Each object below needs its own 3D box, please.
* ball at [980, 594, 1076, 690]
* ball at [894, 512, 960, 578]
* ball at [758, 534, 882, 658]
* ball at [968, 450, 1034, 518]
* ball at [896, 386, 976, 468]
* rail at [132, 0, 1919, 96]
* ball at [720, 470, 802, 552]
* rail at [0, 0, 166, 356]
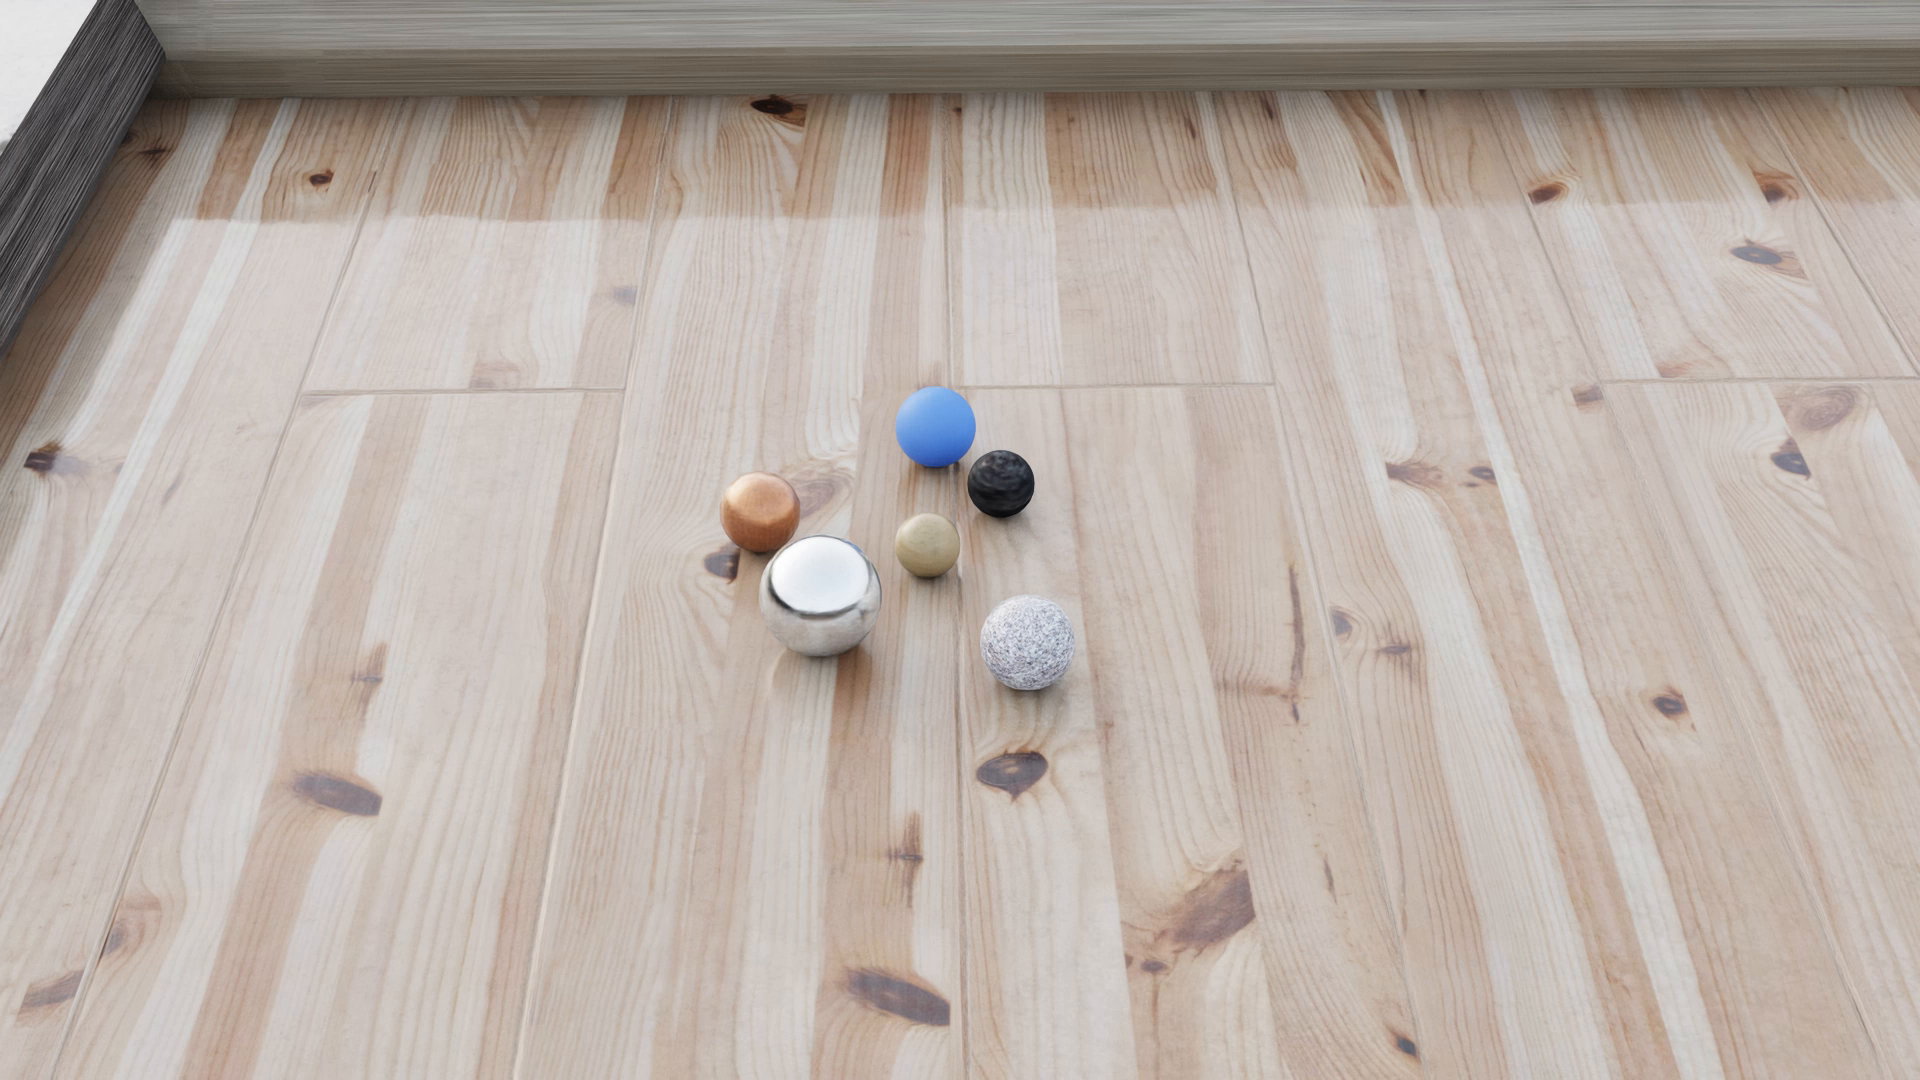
[{"bbox_3d":[0.044,0.066,1.663,0.062,0.062,0.062,0,36,0],"label":"ball"},{"bbox_3d":[-0.022,0.003,1.765,0.046,0.046,0.046,0,36,0],"label":"ball"},{"bbox_3d":[-0.092,0.036,1.689,0.081,0.081,0.081,0,36,0],"label":"ball"},{"bbox_3d":[0.029,-0.040,1.823,0.048,0.048,0.048,0,36,0],"label":"ball"},{"bbox_3d":[-0.018,-0.083,1.873,0.059,0.059,0.059,0,36,0],"label":"ball"},{"bbox_3d":[0.737,-0.462,2.345,2.997,0.124,0.045,-1,36,-1],"label":"rail"},{"bbox_3d":[-0.139,-0.020,1.788,0.057,0.057,0.057,0,36,0],"label":"ball"},{"bbox_3d":[-0.725,-0.020,1.729,0.045,0.124,1.515,-1,36,-1],"label":"rail"}]
